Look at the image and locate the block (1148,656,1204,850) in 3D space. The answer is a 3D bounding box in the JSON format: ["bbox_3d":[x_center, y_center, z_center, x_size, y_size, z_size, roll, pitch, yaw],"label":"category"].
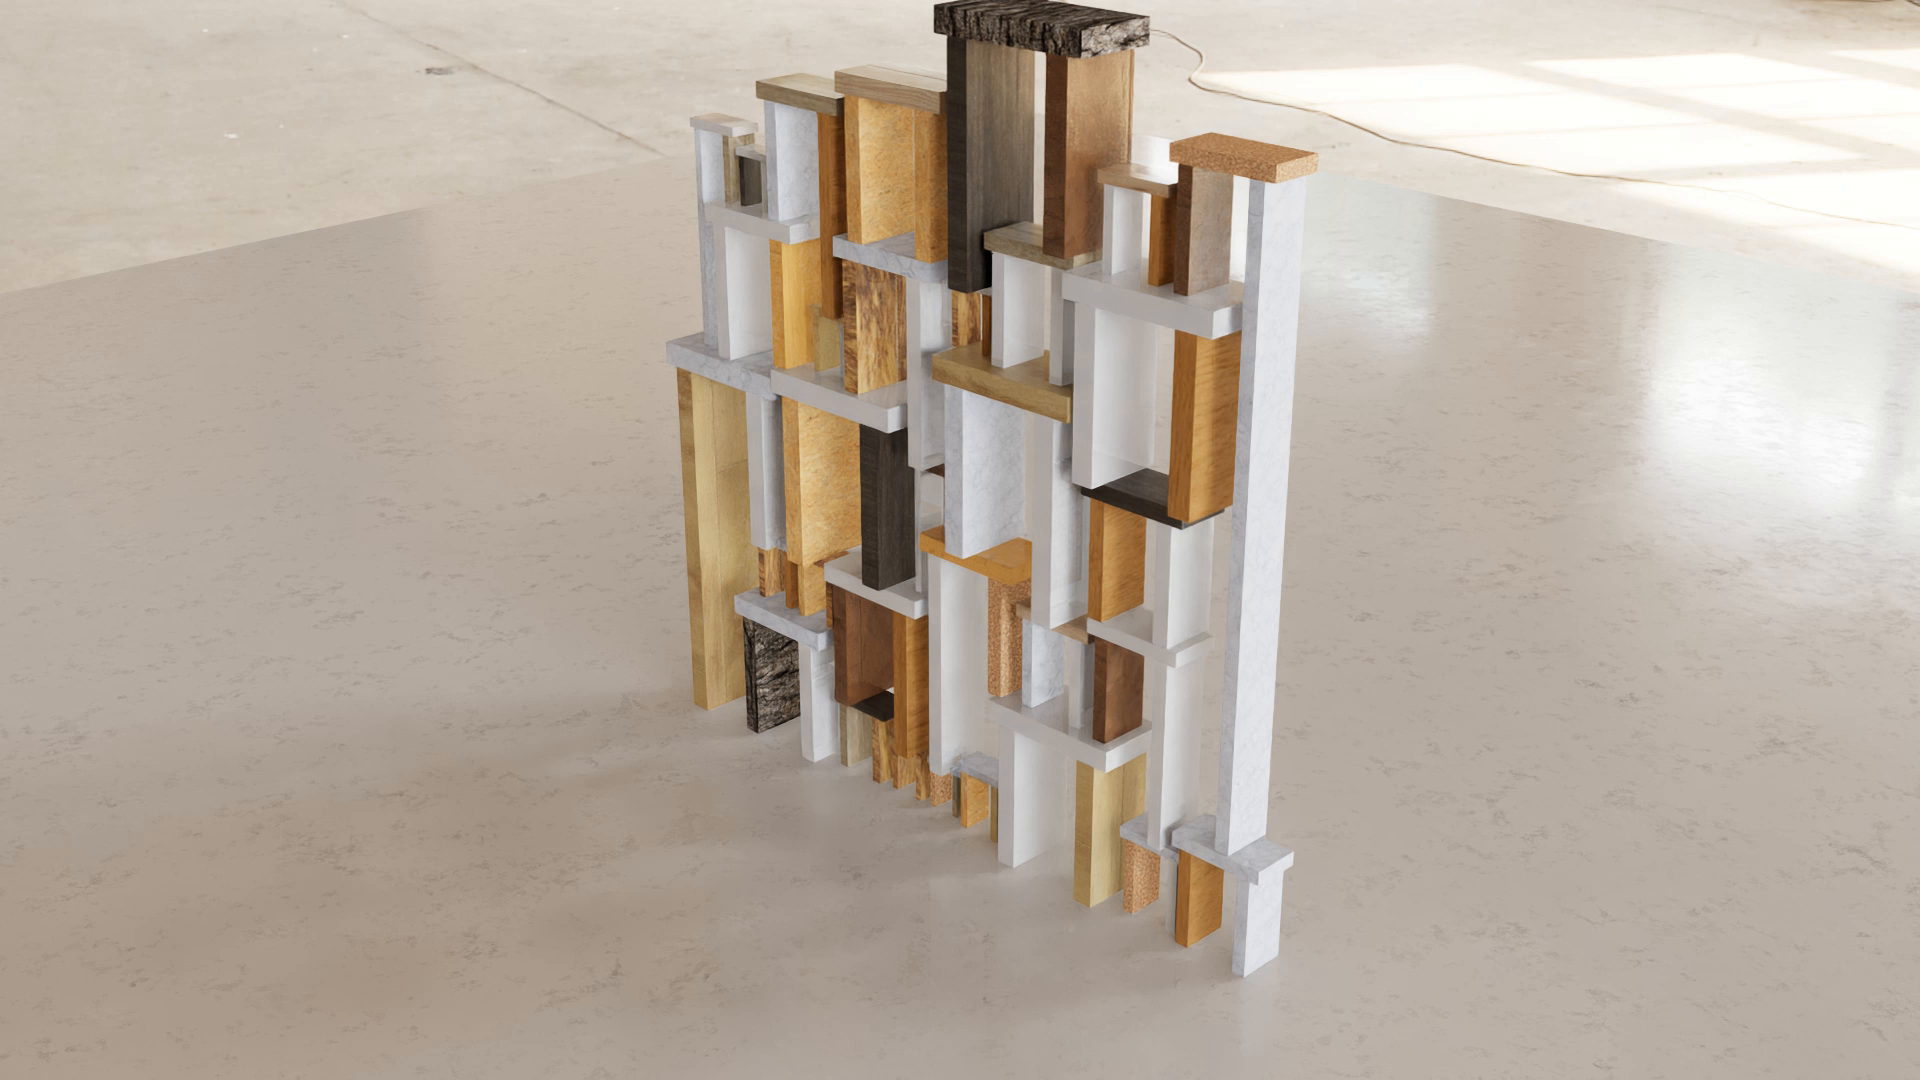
[{"bbox_3d":[0.388,0.373,3.954,0.104,0.375,0.030,-21,31,-40],"label":"block"}]

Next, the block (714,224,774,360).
[{"bbox_3d":[-0.434,-0.518,4.477,0.037,0.281,0.130,21,31,41],"label":"block"}]

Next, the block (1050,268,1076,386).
[{"bbox_3d":[0.204,-0.383,3.838,0.030,0.211,0.105,21,31,40],"label":"block"}]

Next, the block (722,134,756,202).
[{"bbox_3d":[-0.440,-0.746,4.392,0.067,0.134,0.019,-21,31,-41],"label":"block"}]

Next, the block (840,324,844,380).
[{"bbox_3d":[-0.208,-0.375,4.300,0.057,0.114,0.016,-20,30,-39],"label":"block"}]

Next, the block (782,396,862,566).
[{"bbox_3d":[-0.276,-0.139,4.467,0.048,0.355,0.169,21,31,41],"label":"block"}]

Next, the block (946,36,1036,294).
[{"bbox_3d":[0.055,-0.672,3.878,0.170,0.447,0.048,-21,31,-40],"label":"block"}]

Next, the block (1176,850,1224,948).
[{"bbox_3d":[0.439,0.635,4.011,0.028,0.197,0.099,21,31,41],"label":"block"}]

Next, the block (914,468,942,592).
[{"bbox_3d":[-0.061,-0.026,4.279,0.059,0.261,0.017,-21,31,-40],"label":"block"}]

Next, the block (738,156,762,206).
[{"bbox_3d":[-0.413,-0.717,4.366,0.050,0.100,0.014,-21,31,-41],"label":"block"}]

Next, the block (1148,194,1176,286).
[{"bbox_3d":[0.346,-0.501,3.630,0.076,0.152,0.022,-21,31,-40],"label":"block"}]

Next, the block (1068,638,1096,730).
[{"bbox_3d":[0.242,0.252,4.065,0.025,0.179,0.090,21,31,41],"label":"block"}]

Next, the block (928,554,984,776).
[{"bbox_3d":[-0.006,0.231,4.333,0.034,0.474,0.121,21,31,41],"label":"block"}]

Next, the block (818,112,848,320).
[{"bbox_3d":[-0.213,-0.624,4.191,0.116,0.397,0.033,-21,31,-40],"label":"block"}]

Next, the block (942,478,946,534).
[{"bbox_3d":[-0.006,-0.071,4.200,0.058,0.117,0.017,-21,31,-41],"label":"block"}]

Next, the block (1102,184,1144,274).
[{"bbox_3d":[0.274,-0.529,3.695,0.076,0.152,0.022,-21,31,-41],"label":"block"}]

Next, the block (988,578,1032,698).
[{"bbox_3d":[0.108,0.168,4.182,0.034,0.241,0.121,21,31,41],"label":"block"}]

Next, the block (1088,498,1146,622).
[{"bbox_3d":[0.282,0.020,3.933,0.116,0.231,0.033,-21,31,-40],"label":"block"}]

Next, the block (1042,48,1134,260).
[{"bbox_3d":[0.217,-0.659,3.711,0.048,0.339,0.170,21,31,40],"label":"block"}]

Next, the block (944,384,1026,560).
[{"bbox_3d":[0.048,-0.147,4.103,0.047,0.334,0.167,21,31,41],"label":"block"}]

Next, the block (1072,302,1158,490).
[{"bbox_3d":[0.269,-0.268,3.813,0.164,0.328,0.046,-21,31,-40],"label":"block"}]

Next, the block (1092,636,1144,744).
[{"bbox_3d":[0.290,0.258,4.013,0.030,0.209,0.104,21,31,41],"label":"block"}]

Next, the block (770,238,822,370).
[{"bbox_3d":[-0.312,-0.479,4.360,0.037,0.259,0.130,21,31,41],"label":"block"}]

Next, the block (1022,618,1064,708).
[{"bbox_3d":[0.157,0.219,4.143,0.090,0.179,0.025,-21,31,-41],"label":"block"}]

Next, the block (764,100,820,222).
[{"bbox_3d":[-0.321,-0.743,4.260,0.116,0.231,0.033,-21,31,-40],"label":"block"}]

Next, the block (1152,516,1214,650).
[{"bbox_3d":[0.389,0.063,3.832,0.116,0.231,0.033,-21,31,-40],"label":"block"}]

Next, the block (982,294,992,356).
[{"bbox_3d":[0.066,-0.396,3.991,0.058,0.116,0.016,-21,31,-41],"label":"block"}]

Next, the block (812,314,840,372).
[{"bbox_3d":[-0.262,-0.395,4.347,0.057,0.114,0.016,-21,30,-40],"label":"block"}]

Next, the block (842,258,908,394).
[{"bbox_3d":[-0.162,-0.423,4.222,0.037,0.263,0.131,21,31,41],"label":"block"}]

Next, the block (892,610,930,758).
[{"bbox_3d":[-0.072,0.271,4.415,0.132,0.318,0.037,-21,31,-41],"label":"block"}]

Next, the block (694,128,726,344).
[{"bbox_3d":[-0.503,-0.625,4.512,0.019,0.452,0.067,21,31,41],"label":"block"}]

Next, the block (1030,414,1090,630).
[{"bbox_3d":[0.205,-0.054,3.972,0.167,0.405,0.047,-21,31,-40],"label":"block"}]

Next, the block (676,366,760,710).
[{"bbox_3d":[-0.516,-0.015,4.785,0.048,0.790,0.168,21,31,41],"label":"block"}]

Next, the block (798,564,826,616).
[{"bbox_3d":[-0.307,0.089,4.595,0.065,0.130,0.018,-21,31,-41],"label":"block"}]

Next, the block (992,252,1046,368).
[{"bbox_3d":[0.105,-0.421,3.930,0.105,0.211,0.030,-21,31,-41],"label":"block"}]

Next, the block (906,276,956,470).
[{"bbox_3d":[-0.039,-0.325,4.130,0.131,0.372,0.037,-22,31,-40],"label":"block"}]

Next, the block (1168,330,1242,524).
[{"bbox_3d":[0.423,-0.207,3.670,0.164,0.328,0.046,-21,31,-40],"label":"block"}]

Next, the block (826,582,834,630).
[{"bbox_3d":[-0.246,0.113,4.539,0.065,0.130,0.018,-21,31,-41],"label":"block"}]

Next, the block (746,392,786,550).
[{"bbox_3d":[-0.358,-0.162,4.551,0.168,0.336,0.048,-21,31,-41],"label":"block"}]

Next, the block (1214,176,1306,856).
[{"bbox_3d":[0.499,-0.018,3.681,0.030,1.207,0.107,21,31,41],"label":"block"}]

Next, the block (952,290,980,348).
[{"bbox_3d":[0.011,-0.417,4.041,0.058,0.116,0.016,-21,31,-41],"label":"block"}]

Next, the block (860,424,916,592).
[{"bbox_3d":[-0.116,-0.085,4.318,0.169,0.338,0.048,-21,31,-41],"label":"block"}]

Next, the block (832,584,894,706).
[{"bbox_3d":[-0.197,0.198,4.520,0.132,0.265,0.037,-21,31,-41],"label":"block"}]

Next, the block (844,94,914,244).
[{"bbox_3d":[-0.148,-0.700,4.092,0.137,0.274,0.039,-22,31,-40],"label":"block"}]

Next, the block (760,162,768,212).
[{"bbox_3d":[-0.366,-0.698,4.322,0.050,0.100,0.014,-21,31,-40],"label":"block"}]

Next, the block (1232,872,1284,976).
[{"bbox_3d":[0.532,0.672,3.925,0.028,0.197,0.099,21,31,41],"label":"block"}]

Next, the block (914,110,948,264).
[{"bbox_3d":[-0.019,-0.649,3.973,0.137,0.275,0.039,-22,31,-40],"label":"block"}]

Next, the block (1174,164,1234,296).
[{"bbox_3d":[0.397,-0.514,3.579,0.107,0.214,0.030,-21,31,-41],"label":"block"}]
